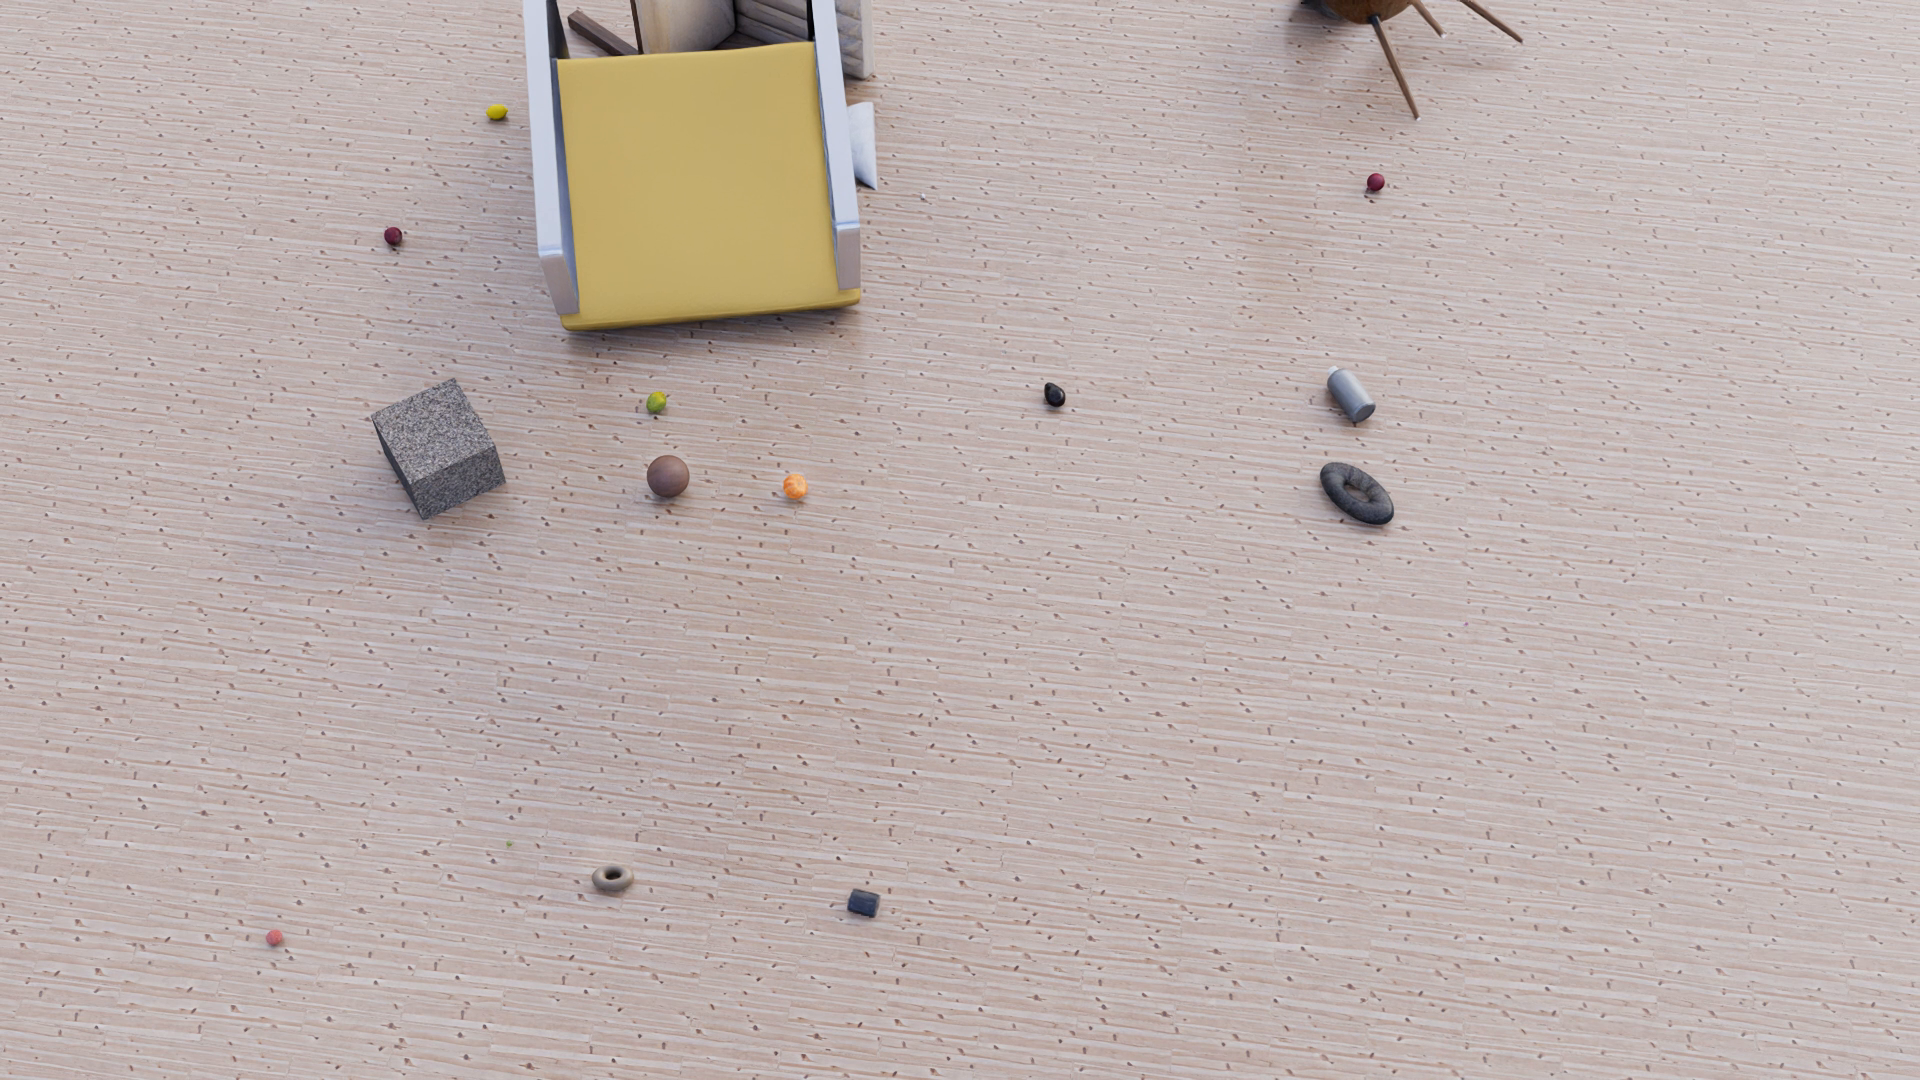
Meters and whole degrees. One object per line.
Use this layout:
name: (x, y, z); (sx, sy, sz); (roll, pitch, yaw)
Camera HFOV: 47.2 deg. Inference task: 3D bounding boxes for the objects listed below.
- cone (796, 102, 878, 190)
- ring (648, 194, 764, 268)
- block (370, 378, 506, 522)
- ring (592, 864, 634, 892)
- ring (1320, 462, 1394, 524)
cone: (-0.350, -1.286, 7.389); (0.303, 0.166, 0.285); (-28, 77, -16)
ring: (-0.831, -1.015, 7.212); (0.386, 0.074, 0.305); (8, 57, 5)
block: (-1.574, -0.275, 6.642); (0.274, 0.194, 0.298); (-27, 60, -17)
ring: (-0.936, 0.911, 5.934); (0.114, 0.048, 0.071); (-2, 54, -3)
ring: (1.197, -0.141, 6.632); (0.144, 0.062, 0.270); (-38, 63, -21)
